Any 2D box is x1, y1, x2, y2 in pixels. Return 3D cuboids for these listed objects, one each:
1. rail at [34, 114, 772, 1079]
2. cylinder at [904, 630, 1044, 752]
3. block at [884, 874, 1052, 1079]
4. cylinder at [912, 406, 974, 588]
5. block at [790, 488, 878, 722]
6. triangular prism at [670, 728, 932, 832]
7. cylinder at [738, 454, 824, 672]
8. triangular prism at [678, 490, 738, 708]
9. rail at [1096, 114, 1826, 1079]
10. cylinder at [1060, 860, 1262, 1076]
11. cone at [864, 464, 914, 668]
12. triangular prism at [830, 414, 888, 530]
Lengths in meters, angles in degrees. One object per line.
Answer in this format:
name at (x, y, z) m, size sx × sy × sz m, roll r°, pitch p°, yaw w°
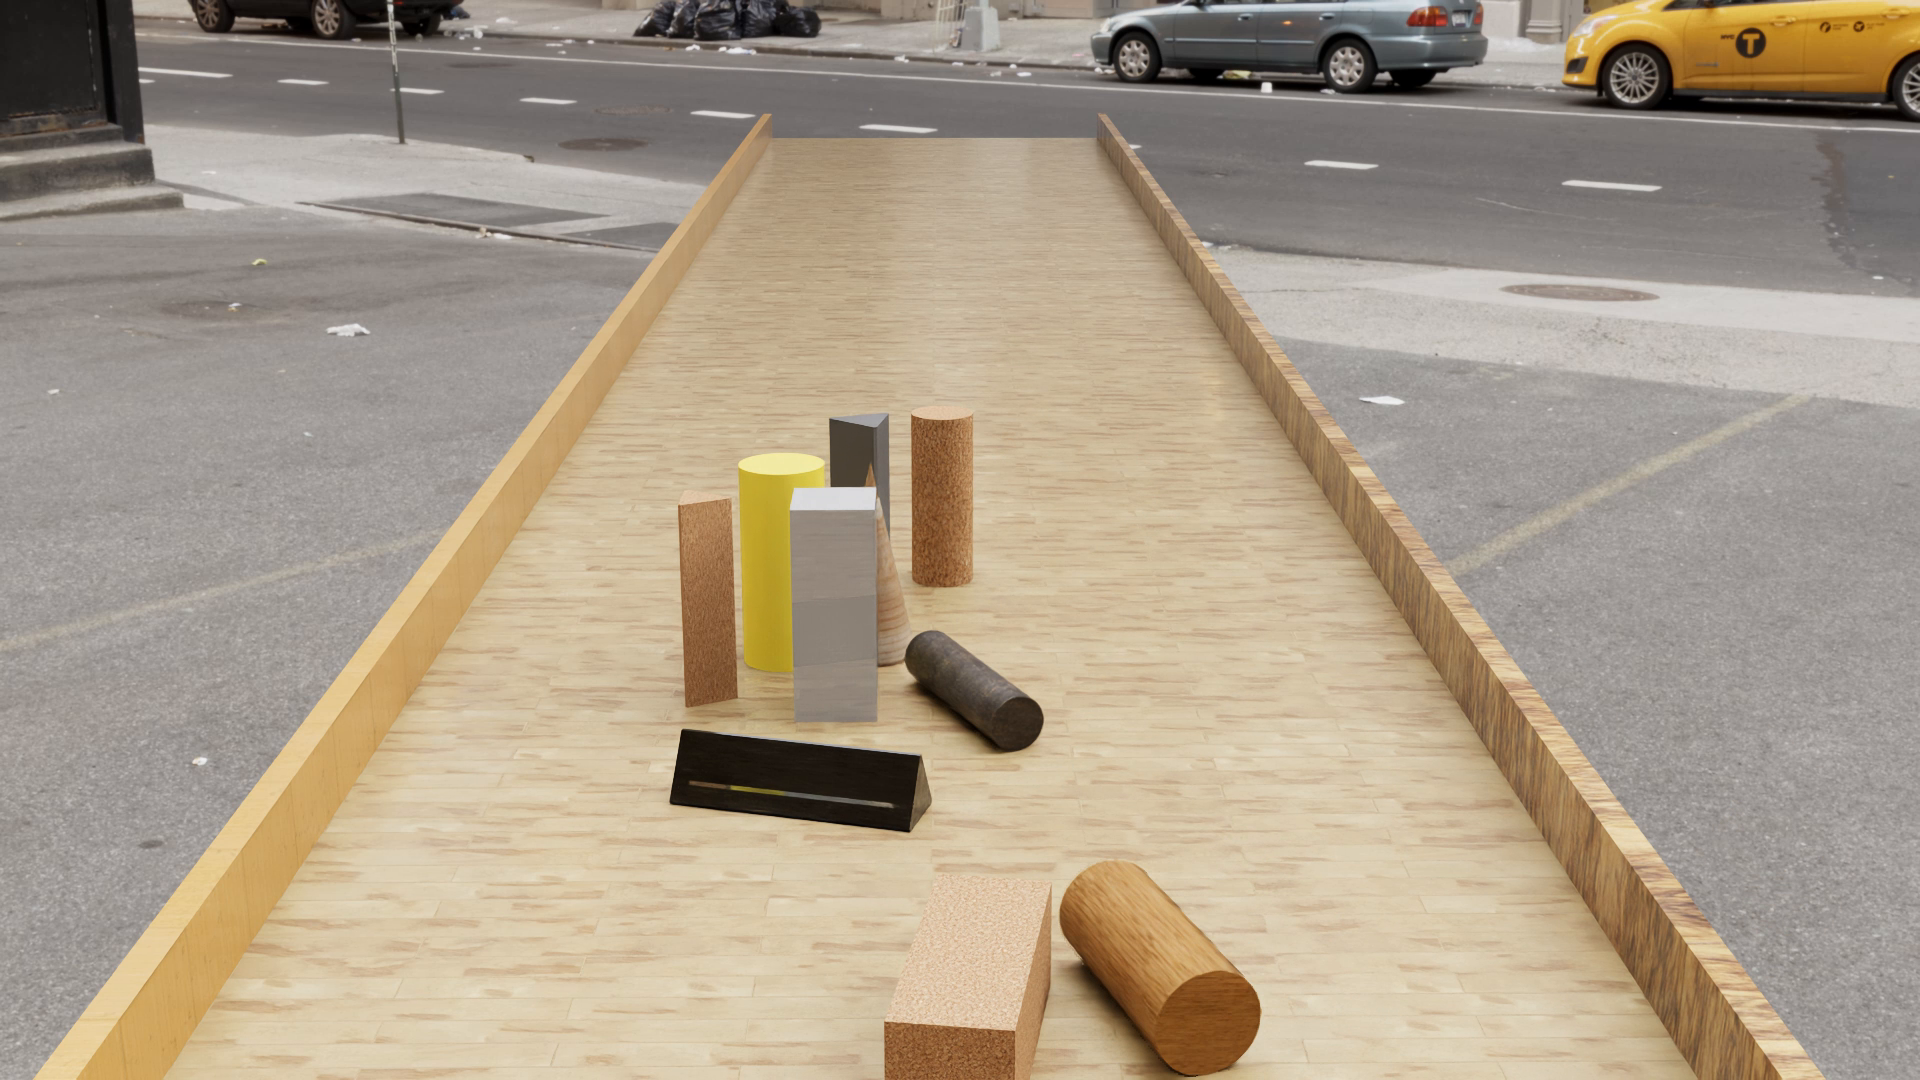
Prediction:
rail at (-1.118, -0.838, 7.780) m, size 0.050 × 0.150 × 12.000 m, roll 0°, pitch 17°, yaw -1°
cylinder at (0.021, 0.277, 4.112) m, size 0.104 × 0.104 × 0.402 m, roll -7°, pitch 18°, yaw -23°
block at (0.018, 0.609, 2.897) m, size 0.161 × 0.161 × 0.423 m, roll 2°, pitch 17°, yaw 8°
cylinder at (-0.039, -0.097, 4.884) m, size 0.137 × 0.381 × 0.137 m, roll 0°, pitch 17°, yaw 0°
block at (-0.232, 0.120, 4.103) m, size 0.154 × 0.410 × 0.154 m, roll 0°, pitch 17°, yaw -1°
triangular prism at (-0.269, 0.391, 3.707) m, size 0.425 × 0.110 × 0.128 m, roll 5°, pitch 17°, yaw 15°
cylinder at (-0.350, 0.044, 4.372) m, size 0.169 × 0.404 × 0.169 m, roll 0°, pitch 17°, yaw 0°
triangular prism at (-0.494, 0.107, 4.167) m, size 0.106 × 0.398 × 0.092 m, roll -9°, pitch 19°, yaw -28°
rail at (0.932, -0.844, 7.801) m, size 0.050 × 0.150 × 12.000 m, roll 0°, pitch 17°, yaw -1°
cylinder at (0.268, 0.579, 3.016) m, size 0.150 × 0.150 × 0.355 m, roll -5°, pitch 17°, yaw -17°
cone at (-0.177, 0.035, 4.393) m, size 0.178 × 0.401 × 0.178 m, roll 0°, pitch 19°, yaw 0°
triangular prism at (-0.188, -0.052, 4.659) m, size 0.129 × 0.424 × 0.112 m, roll 13°, pitch 21°, yaw 38°
